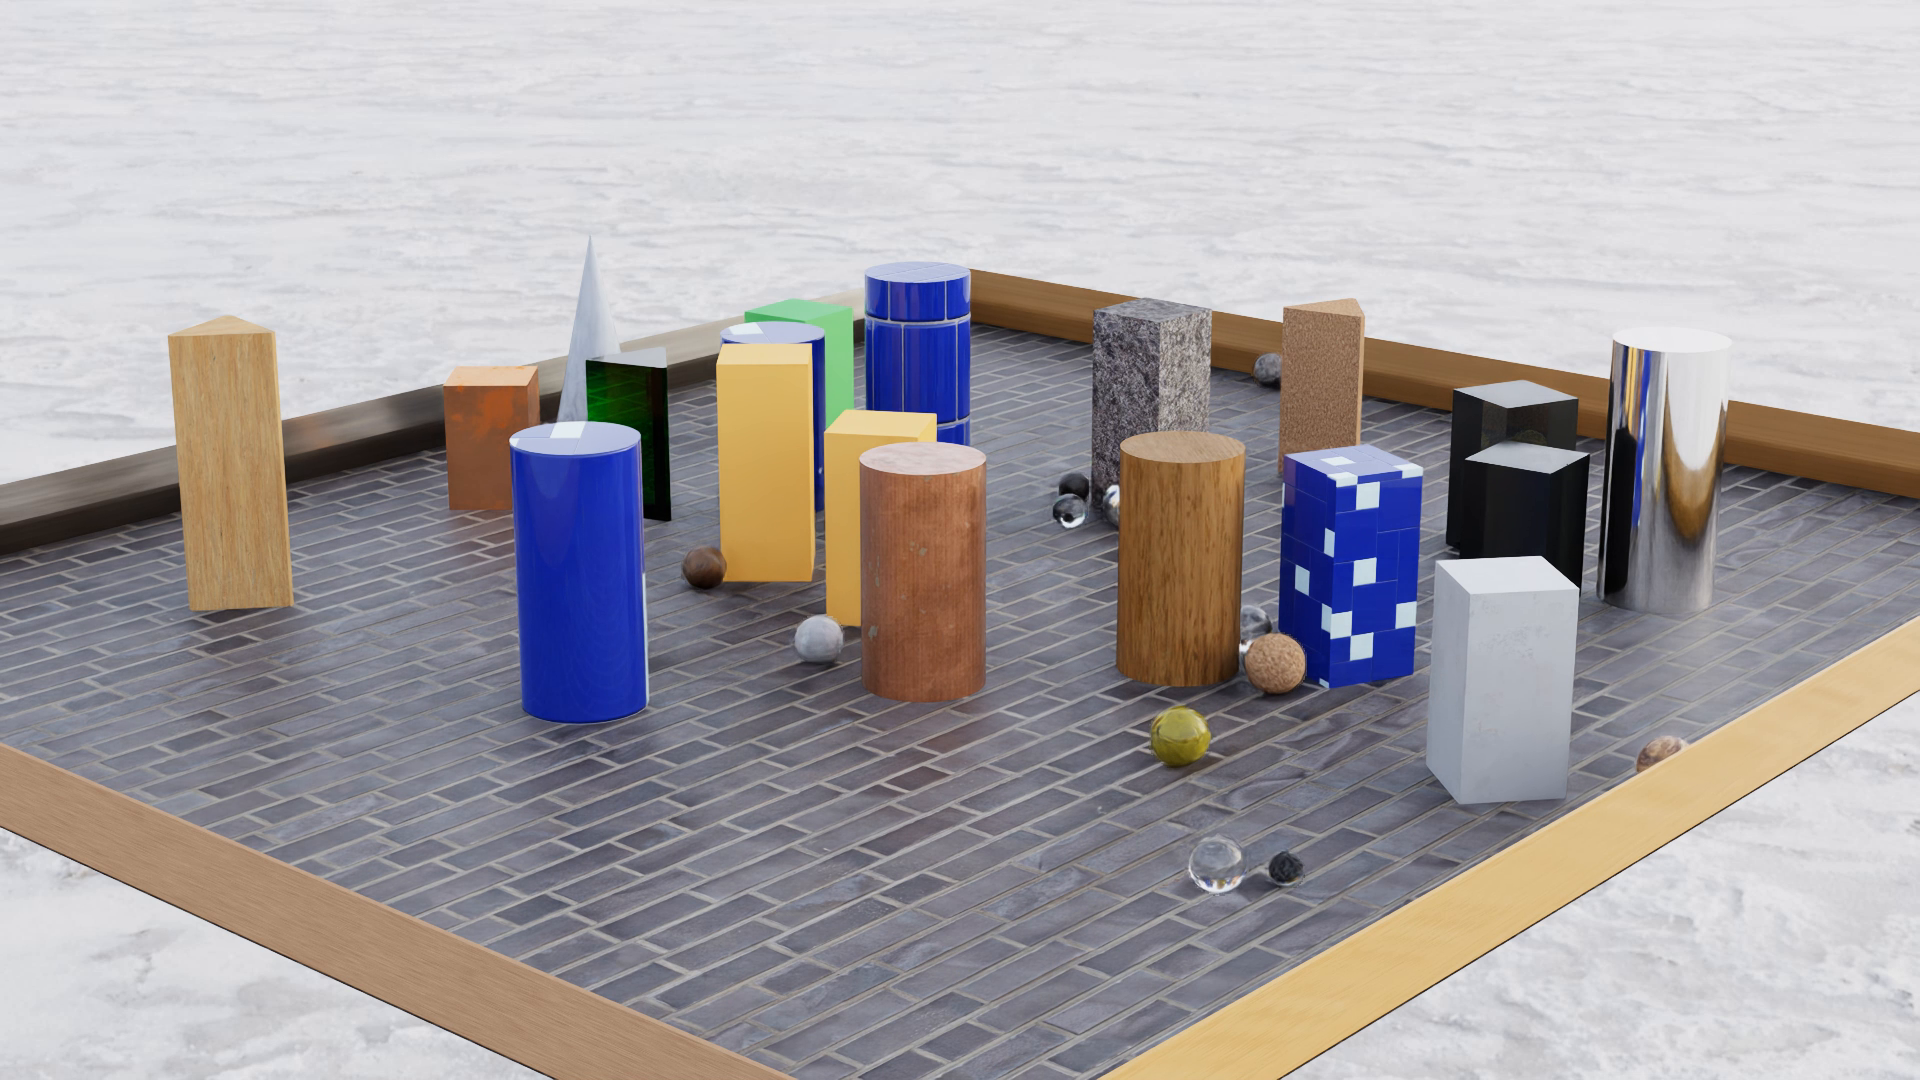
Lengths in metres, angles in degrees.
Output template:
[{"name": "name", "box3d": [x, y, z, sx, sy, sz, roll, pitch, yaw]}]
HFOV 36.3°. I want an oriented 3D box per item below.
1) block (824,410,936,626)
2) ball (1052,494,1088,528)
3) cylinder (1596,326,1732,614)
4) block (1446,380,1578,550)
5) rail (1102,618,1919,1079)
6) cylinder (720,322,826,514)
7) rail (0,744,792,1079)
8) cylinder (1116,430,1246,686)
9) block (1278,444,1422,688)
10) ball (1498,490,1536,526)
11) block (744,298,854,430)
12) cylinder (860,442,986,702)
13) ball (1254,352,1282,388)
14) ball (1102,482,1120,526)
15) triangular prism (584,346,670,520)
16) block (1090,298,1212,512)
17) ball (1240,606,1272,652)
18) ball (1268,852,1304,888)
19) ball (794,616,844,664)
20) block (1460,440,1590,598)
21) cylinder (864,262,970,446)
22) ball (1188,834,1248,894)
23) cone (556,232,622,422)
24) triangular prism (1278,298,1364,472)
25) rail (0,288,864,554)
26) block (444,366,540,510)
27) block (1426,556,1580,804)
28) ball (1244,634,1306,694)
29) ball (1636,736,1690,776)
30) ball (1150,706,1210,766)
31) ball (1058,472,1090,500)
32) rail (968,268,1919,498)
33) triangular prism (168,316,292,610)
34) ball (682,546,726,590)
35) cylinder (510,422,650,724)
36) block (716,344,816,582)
[{"name": "block", "box3d": [-0.133, -0.036, 4.994, 0.159, 0.336, 0.159, 3, 17, 10]}, {"name": "ball", "box3d": [0.207, -0.055, 5.528, 0.065, 0.065, 0.065, 0, 17, 0]}, {"name": "cylinder", "box3d": [1.213, -0.122, 5.061, 0.199, 0.460, 0.199, 0, 17, 0]}, {"name": "block", "box3d": [1.007, -0.124, 5.356, 0.159, 0.295, 0.159, -8, 19, -26]}, {"name": "rail", "box3d": [1.099, 0.308, 4.206, 0.045, 0.129, 3.380, 14, 22, 39]}, {"name": "cylinder", "box3d": [-0.357, -0.231, 5.629, 0.199, 0.342, 0.199, 0, 17, 0]}, {"name": "rail", "box3d": [-1.092, 0.395, 3.915, 2.960, 0.129, 0.045, 14, 22, 39]}, {"name": "cylinder", "box3d": [0.354, 0.028, 4.721, 0.199, 0.370, 0.199, 0, 17, 0]}, {"name": "block", "box3d": [0.626, 0.040, 4.720, 0.159, 0.347, 0.159, -8, 18, -24]}, {"name": "ball", "box3d": [1.051, -0.059, 5.533, 0.069, 0.069, 0.069, 0, 17, 0]}, {"name": "block", "box3d": [-0.333, -0.342, 6.103, 0.159, 0.282, 0.159, 11, 20, 33]}, {"name": "cylinder", "box3d": [-0.058, 0.049, 4.650, 0.199, 0.371, 0.199, 0, 17, 0]}, {"name": "ball", "box3d": [0.699, -0.380, 6.578, 0.080, 0.080, 0.080, 0, 17, 0]}, {"name": "ball", "box3d": [0.313, -0.068, 5.529, 0.088, 0.088, 0.088, 0, 17, 0]}, {"name": "triangular prism", "box3d": [-0.602, -0.209, 5.631, 0.173, 0.299, 0.150, 7, 18, 22]}, {"name": "block", "box3d": [0.365, -0.250, 5.609, 0.159, 0.390, 0.159, 14, 22, 39]}, {"name": "ball", "box3d": [0.475, 0.147, 4.830, 0.079, 0.079, 0.079, 0, 17, 0]}, {"name": "ball", "box3d": [0.435, 0.440, 3.914, 0.046, 0.046, 0.046, 0, 17, 0]}, {"name": "ball", "box3d": [-0.229, 0.163, 4.775, 0.080, 0.080, 0.080, 0, 17, 0]}, {"name": "block", "box3d": [0.974, -0.020, 5.072, 0.159, 0.259, 0.159, 12, 20, 34]}, {"name": "cylinder", "box3d": [-0.080, -0.278, 5.562, 0.199, 0.470, 0.199, 0, 17, 0]}, {"name": "ball", "box3d": [0.342, 0.430, 3.894, 0.077, 0.077, 0.077, 0, 17, 0]}, {"name": "cone", "box3d": [-0.740, -0.394, 5.942, 0.199, 0.473, 0.199, 0, 17, 0]}, {"name": "triangular prism", "box3d": [0.753, -0.306, 5.888, 0.173, 0.338, 0.150, 10, 19, 29]}, {"name": "rail", "box3d": [-1.099, -0.243, 6.034, 0.045, 0.129, 3.380, 14, 22, 39]}, {"name": "block", "box3d": [-0.904, -0.199, 5.690, 0.159, 0.246, 0.159, 0, 17, 0]}, {"name": "block", "box3d": [0.782, 0.201, 4.240, 0.159, 0.316, 0.159, -3, 17, -8]}, {"name": "ball", "box3d": [0.498, 0.196, 4.639, 0.096, 0.096, 0.096, 0, 17, 0]}, {"name": "ball", "box3d": [1.018, 0.327, 4.215, 0.090, 0.090, 0.090, 0, 17, 0]}, {"name": "ball", "box3d": [0.326, 0.290, 4.336, 0.089, 0.089, 0.089, 0, 17, 0]}, {"name": "ball", "box3d": [0.221, -0.101, 5.683, 0.062, 0.062, 0.062, 0, 17, 0]}, {"name": "rail", "box3d": [1.092, -0.330, 6.324, 2.960, 0.129, 0.045, 14, 22, 39]}, {"name": "triangular prism", "box3d": [-1.253, -0.136, 5.067, 0.173, 0.484, 0.150, -3, 17, -9]}, {"name": "ball", "box3d": [-0.449, 0.048, 5.162, 0.077, 0.077, 0.077, 0, 17, 0]}, {"name": "cylinder", "box3d": [-0.588, 0.050, 4.545, 0.199, 0.430, 0.199, 0, 17, 0]}, {"name": "block", "box3d": [-0.344, -0.139, 5.230, 0.159, 0.396, 0.159, 0, 17, 0]}]
